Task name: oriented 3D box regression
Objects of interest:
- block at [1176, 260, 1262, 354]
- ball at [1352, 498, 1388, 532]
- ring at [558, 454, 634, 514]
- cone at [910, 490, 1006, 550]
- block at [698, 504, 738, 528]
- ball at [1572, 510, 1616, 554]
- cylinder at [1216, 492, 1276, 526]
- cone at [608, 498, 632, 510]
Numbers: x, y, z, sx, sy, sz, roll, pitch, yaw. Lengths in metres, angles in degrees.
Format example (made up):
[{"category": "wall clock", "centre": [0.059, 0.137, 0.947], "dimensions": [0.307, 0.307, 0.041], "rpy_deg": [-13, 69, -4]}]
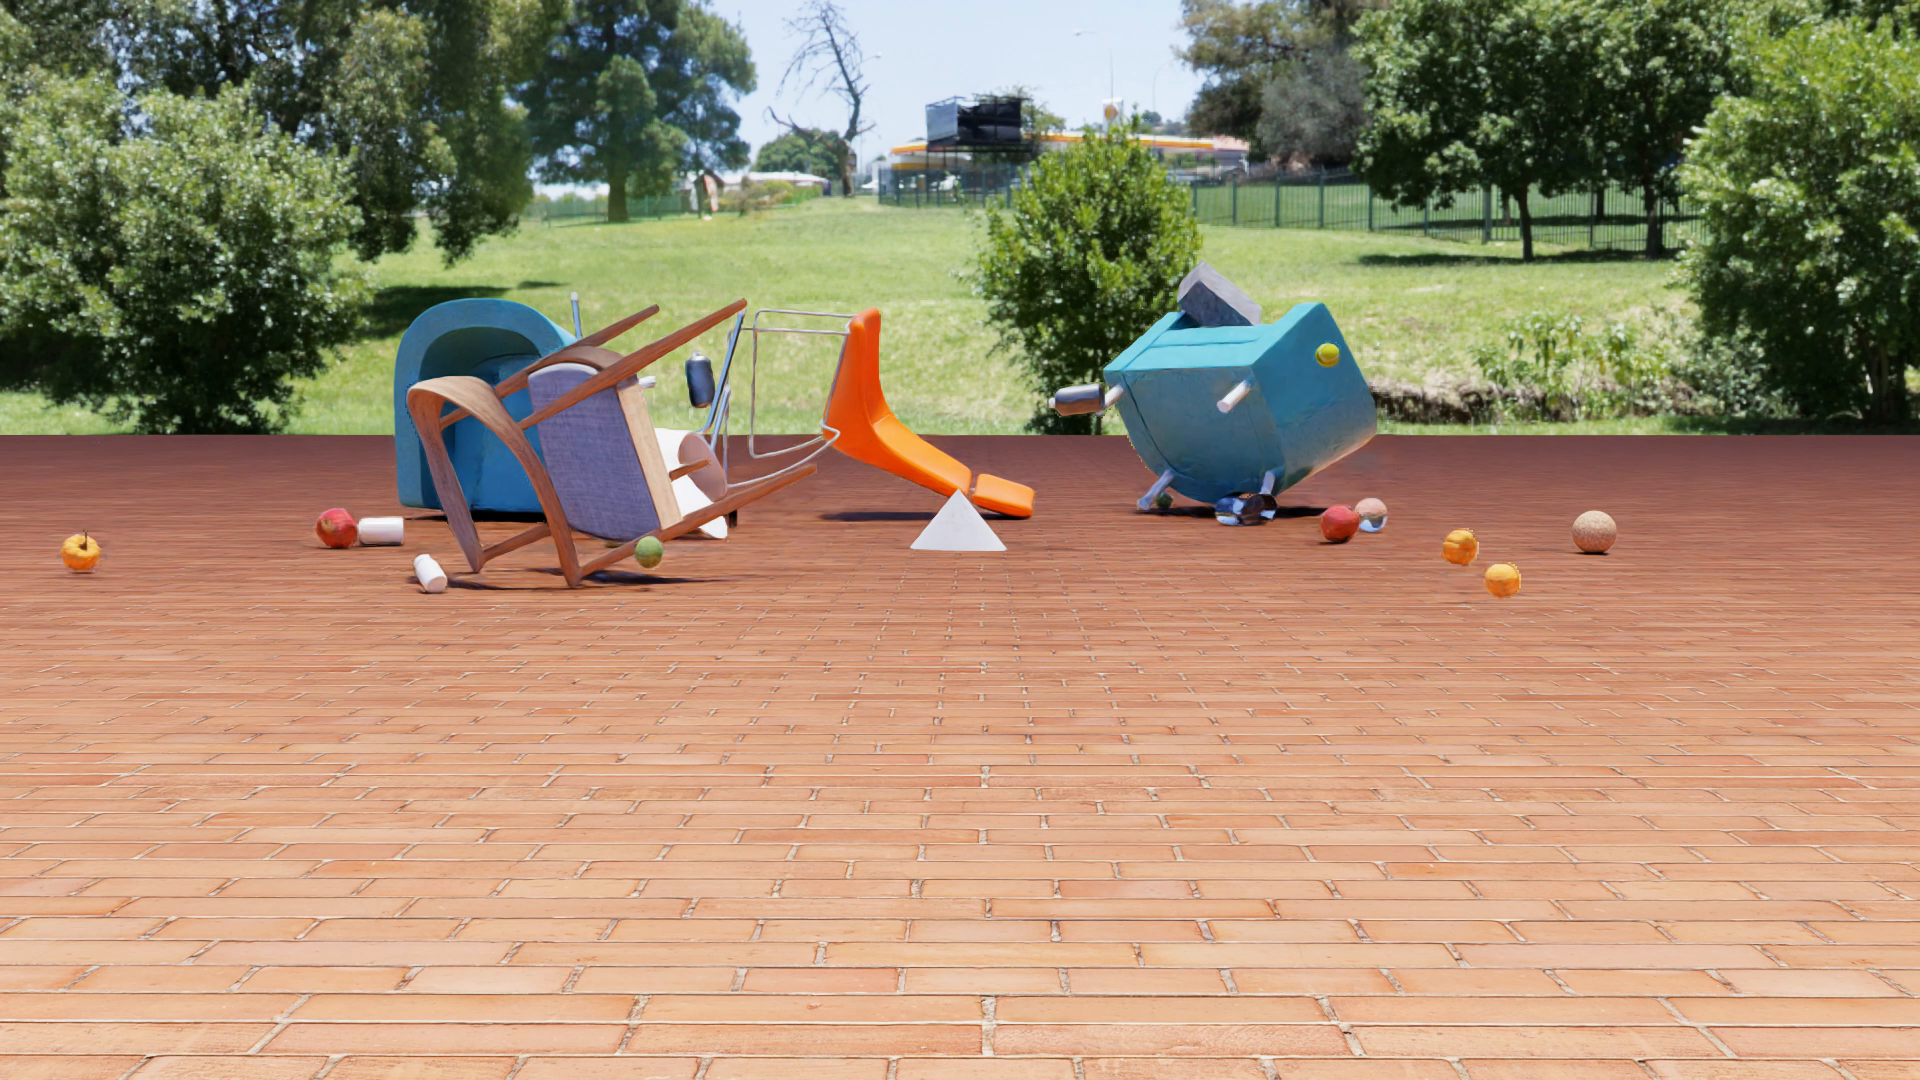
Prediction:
[{"category": "block", "centre": [0.958, -0.864, 8.113], "dimensions": [0.295, 0.125, 0.198], "rpy_deg": [37, 29, -11]}, {"category": "ball", "centre": [1.291, -0.080, 6.918], "dimensions": [0.109, 0.109, 0.109], "rpy_deg": [0, 4, 0]}, {"category": "ring", "centre": [-1.313, -0.202, 7.922], "dimensions": [0.297, 0.225, 0.090], "rpy_deg": [-25, -32, 1]}, {"category": "cone", "centre": [-0.005, -0.060, 6.177], "dimensions": [0.291, 0.170, 0.128], "rpy_deg": [1, 4, 20]}, {"category": "block", "centre": [-0.785, -0.076, 7.130], "dimensions": [0.093, 0.072, 0.106], "rpy_deg": [1, 4, 19]}, {"category": "ball", "centre": [1.729, -0.021, 5.994], "dimensions": [0.118, 0.118, 0.118], "rpy_deg": [0, 4, 0]}, {"category": "cylinder", "centre": [0.946, -0.102, 7.272], "dimensions": [0.187, 0.103, 0.108], "rpy_deg": [-14, 13, -42]}, {"category": "cone", "centre": [-1.284, -0.150, 8.112], "dimensions": [0.095, 0.193, 0.228], "rpy_deg": [33, 1, 37]}]
